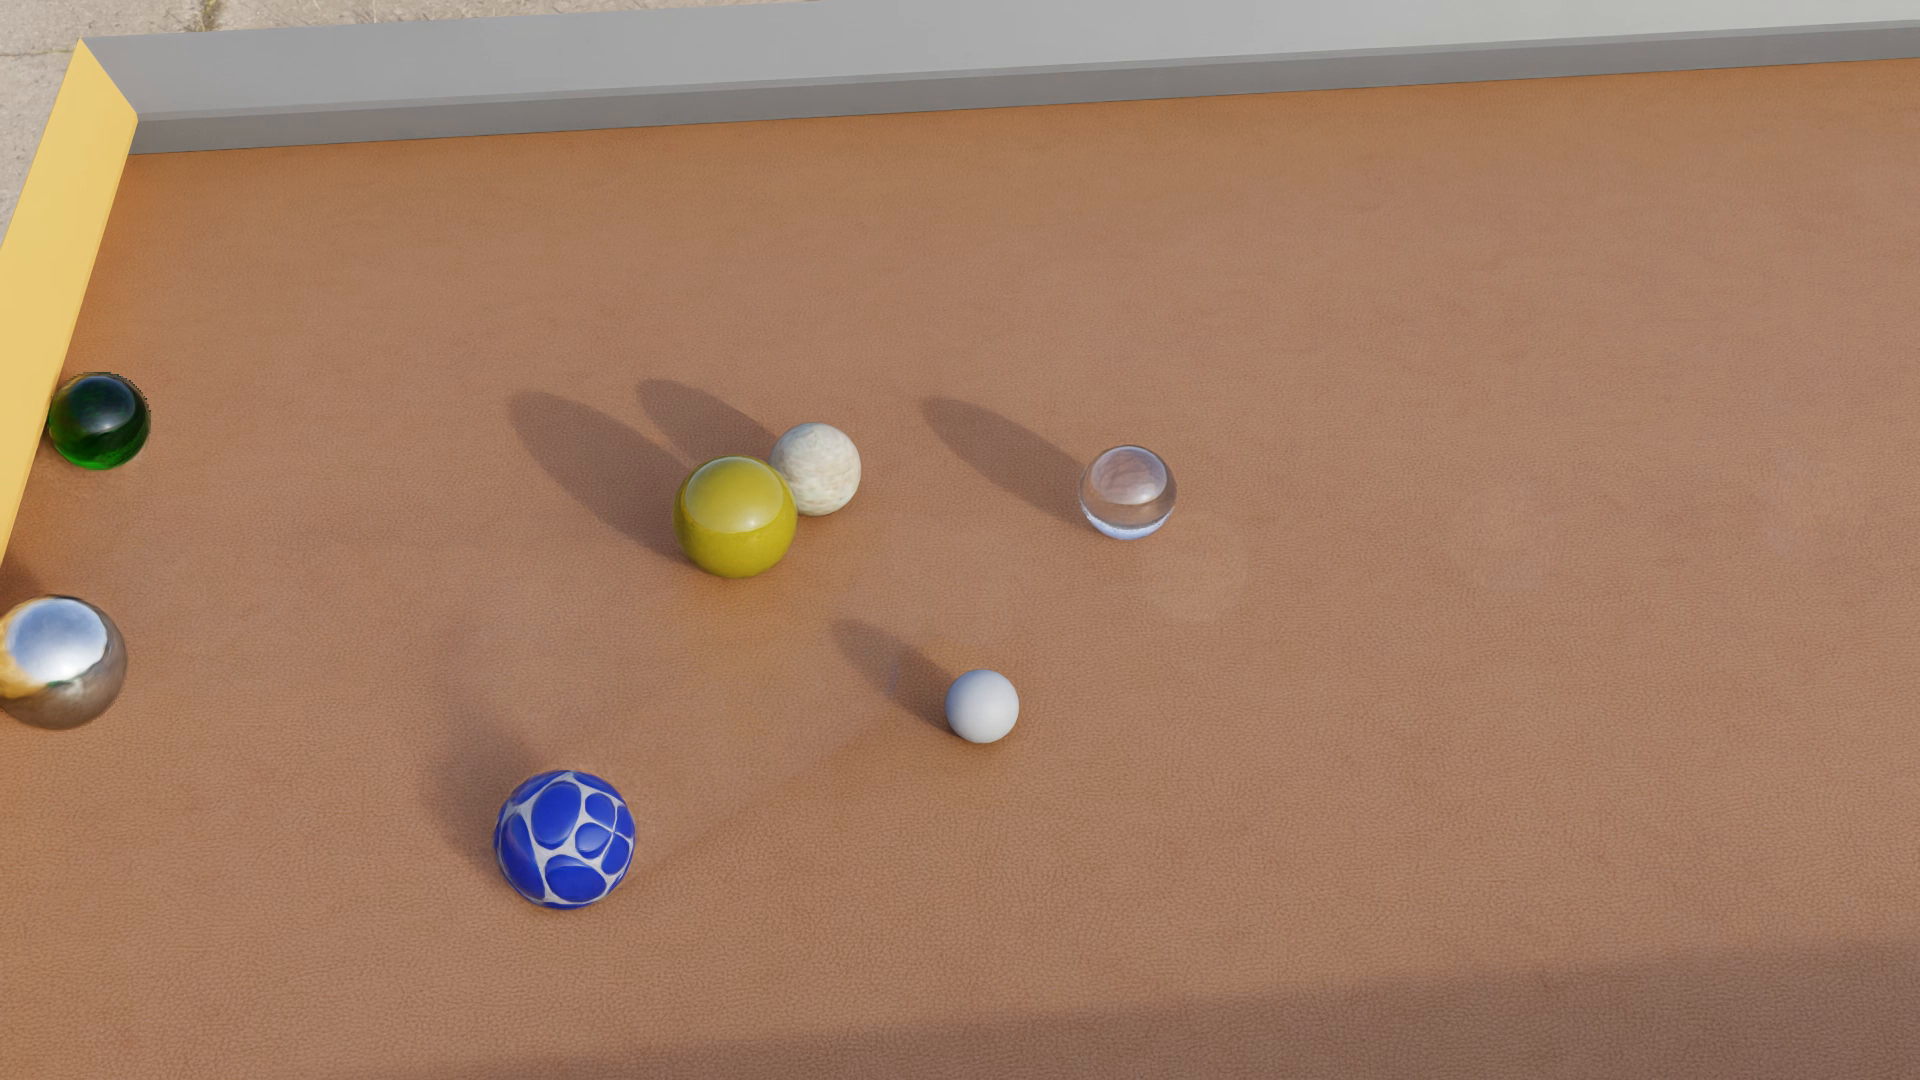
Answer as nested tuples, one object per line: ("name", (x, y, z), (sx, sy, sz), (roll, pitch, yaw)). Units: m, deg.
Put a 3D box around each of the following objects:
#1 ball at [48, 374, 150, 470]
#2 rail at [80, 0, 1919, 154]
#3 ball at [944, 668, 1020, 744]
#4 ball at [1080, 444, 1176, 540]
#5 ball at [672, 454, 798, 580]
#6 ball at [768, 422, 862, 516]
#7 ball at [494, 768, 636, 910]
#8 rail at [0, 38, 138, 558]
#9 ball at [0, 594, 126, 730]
("ball", (-0.614, -0.084, 1.830), (0.069, 0.069, 0.069), (0, 36, 0))
("rail", (0.580, -0.463, 2.323), (2.673, 0.110, 0.045), (-4, 36, -6))
("ball", (0.014, 0.103, 1.589), (0.046, 0.046, 0.046), (0, 36, 0))
("ball", (0.115, -0.033, 1.761), (0.066, 0.066, 0.066), (0, 36, 0))
("ball", (-0.151, -0.016, 1.722), (0.085, 0.085, 0.085), (0, 36, 0))
("ball", (-0.101, -0.049, 1.785), (0.065, 0.065, 0.065), (0, 36, 0))
("ball", (-0.226, 0.171, 1.465), (0.080, 0.080, 0.080), (0, 36, 0))
("rail", (-0.640, 0.029, 1.636), (0.045, 0.110, 1.429), (-4, 36, -6))
("ball", (-0.562, 0.076, 1.594), (0.085, 0.085, 0.085), (0, 36, 0))
